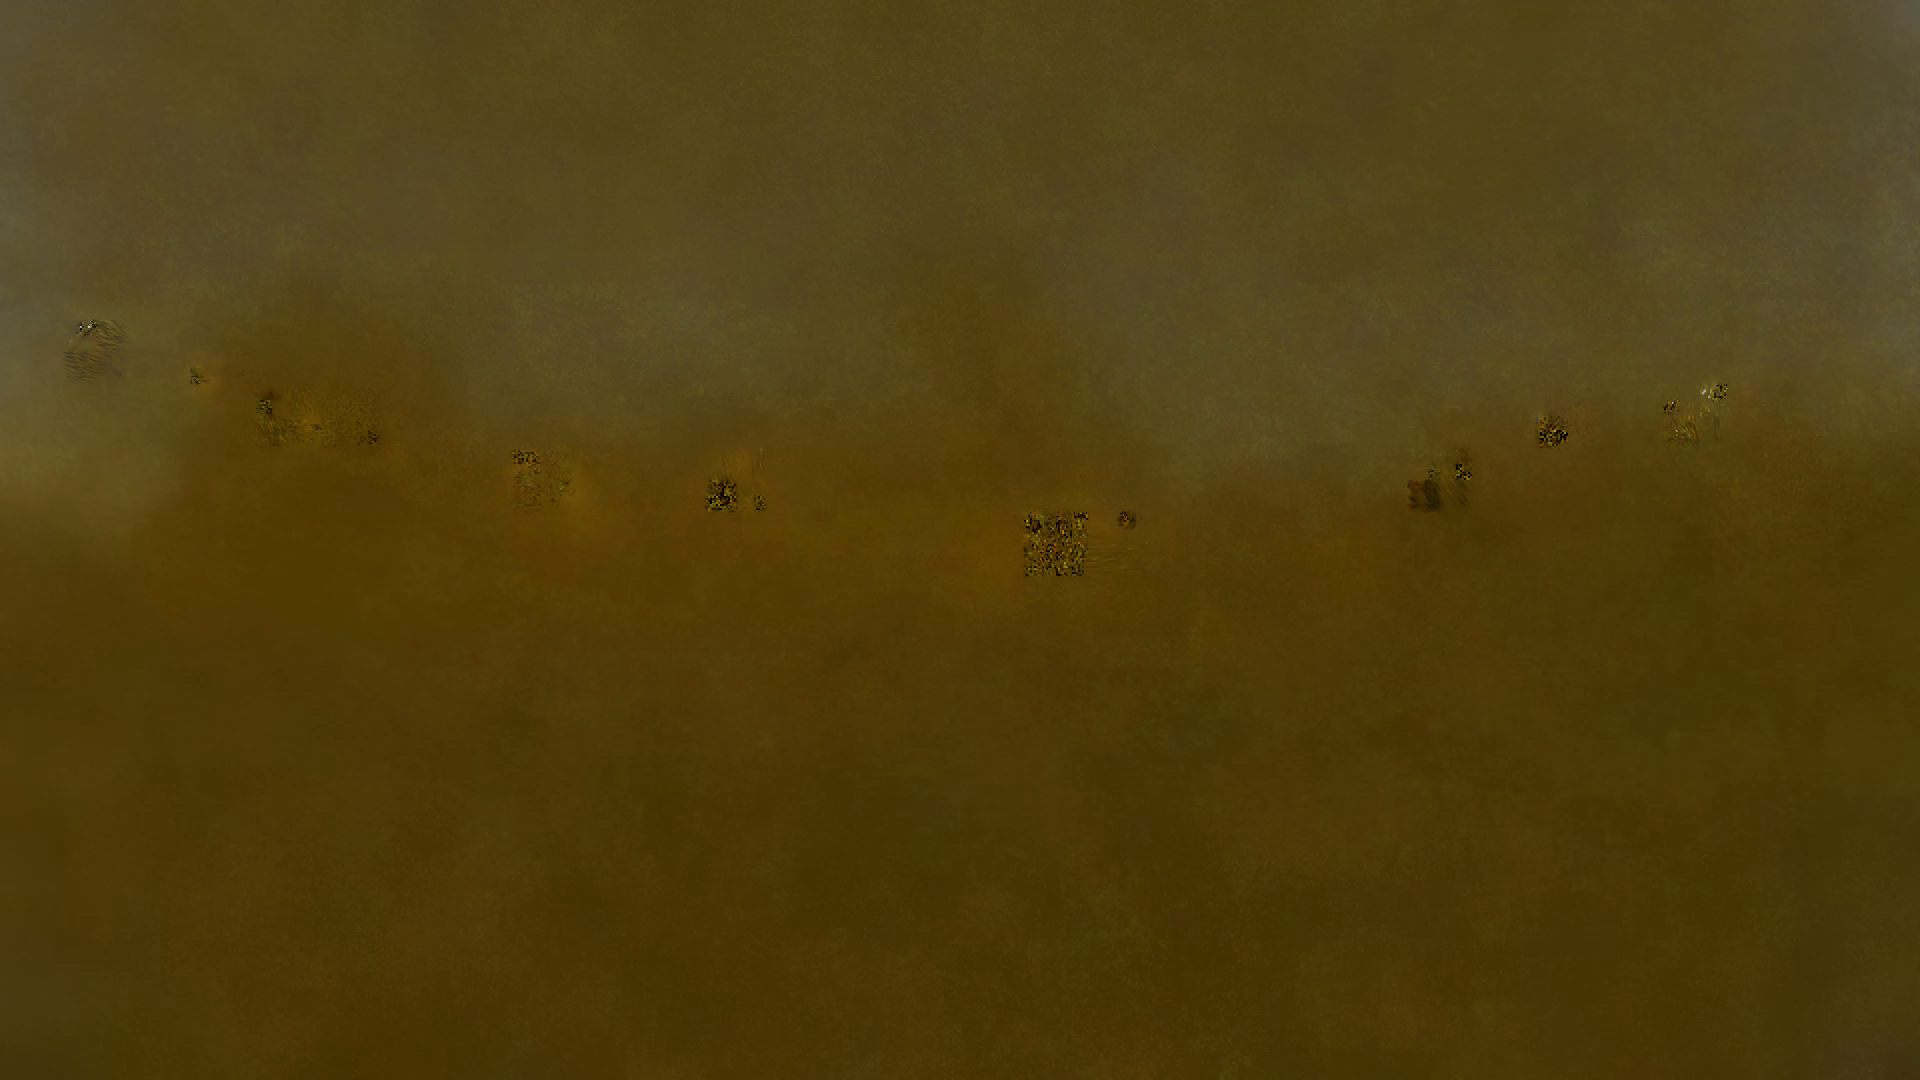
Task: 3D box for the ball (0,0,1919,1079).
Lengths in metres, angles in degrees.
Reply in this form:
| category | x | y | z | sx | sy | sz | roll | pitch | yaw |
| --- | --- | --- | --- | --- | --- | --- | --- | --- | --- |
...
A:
| category | x | y | z | sx | sy | sz | roll | pitch | yaw |
| --- | --- | --- | --- | --- | --- | --- | --- | --- | --- |
| ball | 0.000 | -0.002 | 0.056 | 0.080 | 0.080 | 0.080 | 0 | 4 | 0 |
